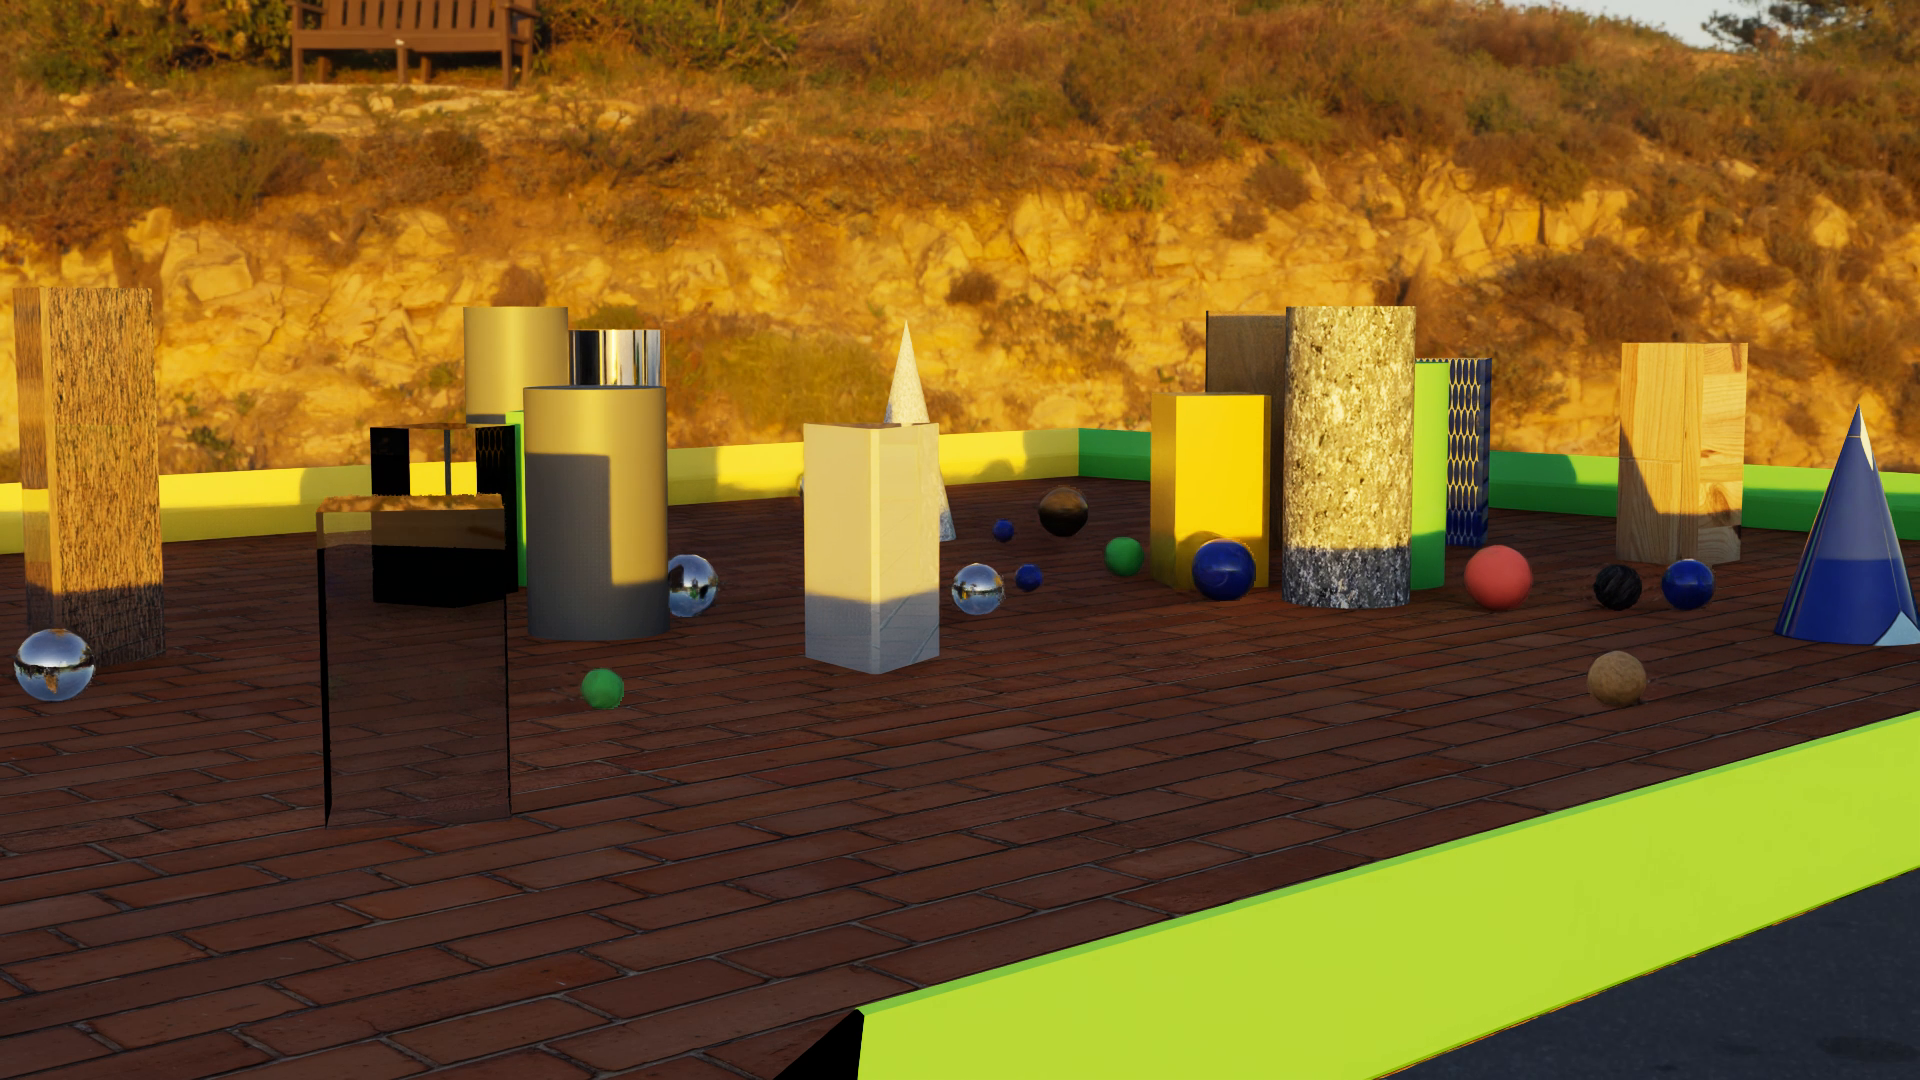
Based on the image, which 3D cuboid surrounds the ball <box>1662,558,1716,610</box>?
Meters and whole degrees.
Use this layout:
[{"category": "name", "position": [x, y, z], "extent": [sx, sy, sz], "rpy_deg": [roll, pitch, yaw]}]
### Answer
[{"category": "ball", "position": [1.082, 0.066, 3.266], "extent": [0.076, 0.076, 0.076], "rpy_deg": [0, 6, 0]}]

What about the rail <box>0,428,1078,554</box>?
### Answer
[{"category": "rail", "position": [-1.129, -0.095, 4.549], "extent": [3.984, 0.127, 0.045], "rpy_deg": [-5, 8, -42]}]

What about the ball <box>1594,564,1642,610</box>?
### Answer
[{"category": "ball", "position": [0.977, 0.070, 3.266], "extent": [0.069, 0.069, 0.069], "rpy_deg": [0, 6, 0]}]

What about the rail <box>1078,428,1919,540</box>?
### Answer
[{"category": "rail", "position": [1.446, -0.106, 4.659], "extent": [0.045, 0.127, 3.378], "rpy_deg": [-5, 8, -42]}]

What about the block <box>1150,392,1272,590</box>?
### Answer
[{"category": "block", "position": [0.407, -0.084, 3.588], "extent": [0.156, 0.308, 0.156], "rpy_deg": [-1, 6, -10]}]

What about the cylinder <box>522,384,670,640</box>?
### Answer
[{"category": "cylinder", "position": [-0.502, -0.042, 3.043], "extent": [0.195, 0.338, 0.195], "rpy_deg": [0, 6, 0]}]

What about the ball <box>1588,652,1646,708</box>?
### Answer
[{"category": "ball", "position": [0.738, 0.156, 2.468], "extent": [0.063, 0.063, 0.063], "rpy_deg": [0, 6, 0]}]

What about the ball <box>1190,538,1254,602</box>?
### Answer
[{"category": "ball", "position": [0.402, 0.045, 3.365], "extent": [0.097, 0.097, 0.097], "rpy_deg": [0, 6, 0]}]

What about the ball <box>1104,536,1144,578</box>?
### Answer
[{"category": "ball", "position": [0.273, 0.028, 3.671], "extent": [0.068, 0.068, 0.068], "rpy_deg": [0, 6, 0]}]

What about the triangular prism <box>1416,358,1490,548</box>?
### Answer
[{"category": "triangular prism", "position": [0.970, -0.172, 4.220], "extent": [0.146, 0.352, 0.169], "rpy_deg": [-6, 8, -42]}]

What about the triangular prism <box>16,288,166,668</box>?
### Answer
[{"category": "triangular prism", "position": [-1.089, -0.082, 2.782], "extent": [0.146, 0.471, 0.169], "rpy_deg": [-4, 7, -33]}]

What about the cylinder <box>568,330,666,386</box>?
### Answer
[{"category": "cylinder", "position": [-0.684, -0.216, 4.386], "extent": [0.195, 0.405, 0.195], "rpy_deg": [0, 6, 0]}]

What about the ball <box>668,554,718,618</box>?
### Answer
[{"category": "ball", "position": [-0.396, 0.066, 3.189], "extent": [0.092, 0.092, 0.092], "rpy_deg": [0, 6, 0]}]

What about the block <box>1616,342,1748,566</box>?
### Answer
[{"category": "block", "position": [1.280, -0.156, 3.903], "extent": [0.156, 0.386, 0.156], "rpy_deg": [-6, 8, -44]}]

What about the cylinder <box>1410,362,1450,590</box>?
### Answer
[{"category": "cylinder", "position": [0.694, -0.109, 3.581], "extent": [0.195, 0.359, 0.195], "rpy_deg": [0, 6, 0]}]

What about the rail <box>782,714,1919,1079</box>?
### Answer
[{"category": "rail", "position": [1.129, 0.161, 2.115], "extent": [3.984, 0.127, 0.045], "rpy_deg": [-5, 8, -42]}]

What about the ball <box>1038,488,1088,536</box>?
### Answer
[{"category": "ball", "position": [0.203, -0.055, 4.317], "extent": [0.097, 0.097, 0.097], "rpy_deg": [0, 6, 0]}]

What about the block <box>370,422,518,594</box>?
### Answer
[{"category": "block", "position": [-0.803, -0.046, 3.431], "extent": [0.156, 0.264, 0.156], "rpy_deg": [3, 7, 26]}]

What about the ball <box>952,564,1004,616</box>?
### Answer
[{"category": "ball", "position": [0.026, 0.072, 3.210], "extent": [0.076, 0.076, 0.076], "rpy_deg": [0, 6, 0]}]

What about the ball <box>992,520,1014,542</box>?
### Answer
[{"category": "ball", "position": [0.083, -0.017, 4.219], "extent": [0.043, 0.043, 0.043], "rpy_deg": [0, 6, 0]}]

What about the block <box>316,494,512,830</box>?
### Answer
[{"category": "block", "position": [-0.485, 0.103, 1.964], "extent": [0.156, 0.274, 0.156], "rpy_deg": [-1, 6, -13]}]

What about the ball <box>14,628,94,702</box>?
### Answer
[{"category": "ball", "position": [-1.030, 0.142, 2.503], "extent": [0.084, 0.084, 0.084], "rpy_deg": [0, 6, 0]}]

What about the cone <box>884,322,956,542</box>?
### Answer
[{"category": "cone", "position": [-0.104, -0.215, 4.280], "extent": [0.195, 0.425, 0.195], "rpy_deg": [0, 6, 0]}]

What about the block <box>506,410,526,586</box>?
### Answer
[{"category": "block", "position": [-0.634, -0.072, 3.597], "extent": [0.156, 0.281, 0.156], "rpy_deg": [2, 6, 14]}]

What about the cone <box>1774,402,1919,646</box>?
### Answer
[{"category": "cone", "position": [1.221, -0.028, 3.003], "extent": [0.195, 0.319, 0.195], "rpy_deg": [0, 6, 0]}]

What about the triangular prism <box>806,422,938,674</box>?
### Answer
[{"category": "triangular prism", "position": [-0.089, 0.004, 2.788], "extent": [0.146, 0.300, 0.169], "rpy_deg": [-4, 7, -34]}]

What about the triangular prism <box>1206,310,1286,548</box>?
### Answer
[{"category": "triangular prism", "position": [0.551, -0.212, 4.163], "extent": [0.169, 0.443, 0.146], "rpy_deg": [1, 6, 8]}]

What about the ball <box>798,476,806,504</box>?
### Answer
[{"category": "ball", "position": [-0.320, -0.112, 4.929], "extent": [0.085, 0.085, 0.085], "rpy_deg": [0, 6, 0]}]

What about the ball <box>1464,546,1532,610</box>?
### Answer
[{"category": "ball", "position": [0.799, 0.056, 3.268], "extent": [0.096, 0.096, 0.096], "rpy_deg": [0, 6, 0]}]

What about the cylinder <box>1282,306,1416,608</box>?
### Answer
[{"category": "cylinder", "position": [0.593, -0.131, 3.359], "extent": [0.195, 0.449, 0.195], "rpy_deg": [0, 6, 0]}]

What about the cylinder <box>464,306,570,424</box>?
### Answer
[{"category": "cylinder", "position": [-0.844, -0.219, 4.198], "extent": [0.195, 0.449, 0.195], "rpy_deg": [0, 6, 0]}]

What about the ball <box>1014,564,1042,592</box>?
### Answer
[{"category": "ball", "position": [0.108, 0.061, 3.475], "extent": [0.043, 0.043, 0.043], "rpy_deg": [0, 6, 0]}]

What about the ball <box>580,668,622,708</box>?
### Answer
[{"category": "ball", "position": [-0.401, 0.166, 2.459], "extent": [0.046, 0.046, 0.046], "rpy_deg": [0, 6, 0]}]

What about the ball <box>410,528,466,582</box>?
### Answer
[{"category": "ball", "position": [-0.856, 0.025, 3.602], "extent": [0.088, 0.088, 0.088], "rpy_deg": [0, 6, 0]}]
